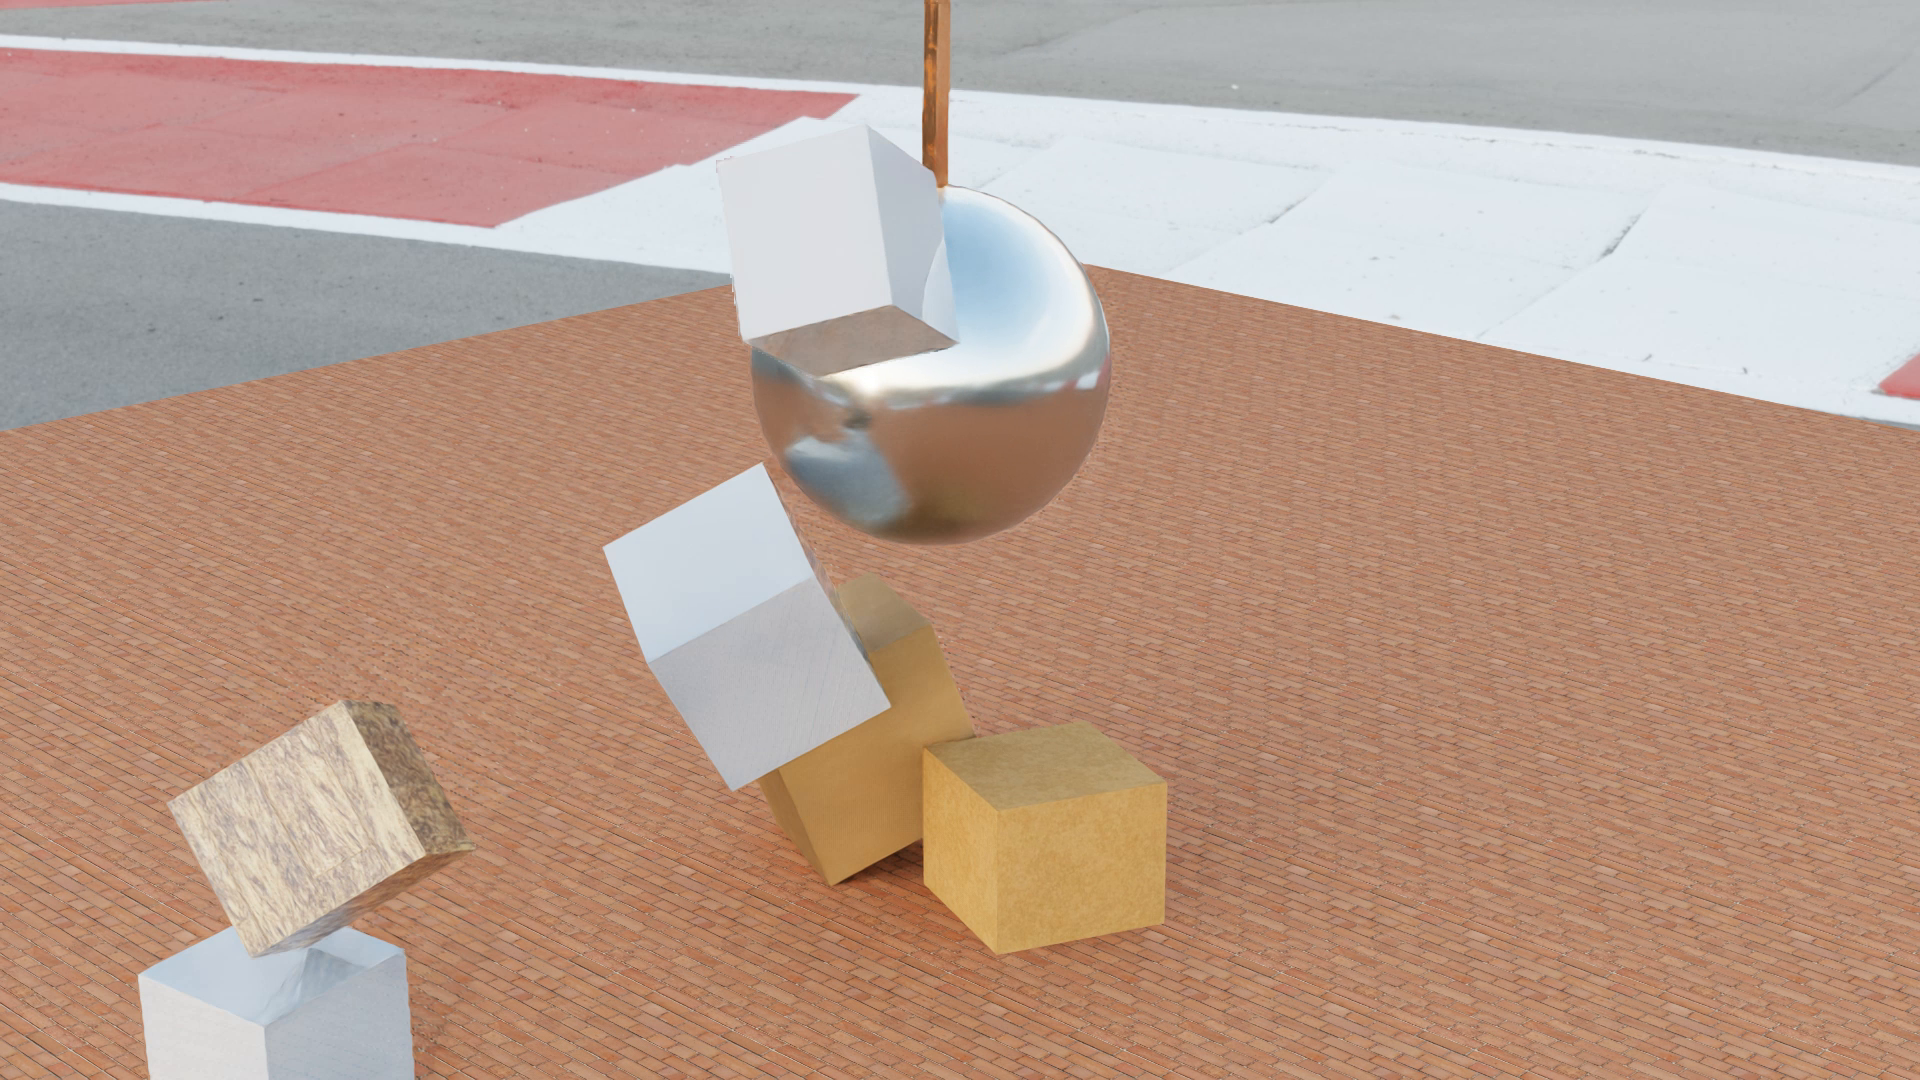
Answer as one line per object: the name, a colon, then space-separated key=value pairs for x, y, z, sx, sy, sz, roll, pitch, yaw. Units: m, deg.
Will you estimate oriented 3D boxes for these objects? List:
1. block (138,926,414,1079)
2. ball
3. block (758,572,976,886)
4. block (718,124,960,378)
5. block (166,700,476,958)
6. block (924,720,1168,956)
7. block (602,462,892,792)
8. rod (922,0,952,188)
block: x=-2.578 y=1.893 z=11.115 sx=0.677 sy=0.669 sz=0.705 roll=14 pitch=25 yaw=33
ball: x=-0.128 y=-0.770 z=12.966 sx=1.600 sy=1.600 sz=1.600 roll=0 pitch=17 yaw=0
block: x=-0.506 y=0.861 z=13.594 sx=0.891 sy=0.951 sz=0.809 roll=-27 pitch=24 yaw=-12
block: x=-0.481 y=-1.156 z=11.875 sx=0.641 sy=0.740 sz=0.774 roll=-12 pitch=-12 yaw=18
block: x=-2.335 y=1.055 z=10.781 sx=0.731 sy=0.634 sz=0.693 roll=-31 pitch=-6 yaw=2
block: x=0.369 y=1.310 z=13.057 sx=0.811 sy=0.671 sz=0.815 roll=-7 pitch=19 yaw=-22
block: x=-0.921 y=0.375 z=12.682 sx=0.782 sy=0.877 sz=0.815 roll=-28 pitch=42 yaw=0
rod: x=-0.055 y=-4.034 z=12.016 sx=0.080 sy=5.200 sz=0.080 roll=17 pitch=22 yaw=42
